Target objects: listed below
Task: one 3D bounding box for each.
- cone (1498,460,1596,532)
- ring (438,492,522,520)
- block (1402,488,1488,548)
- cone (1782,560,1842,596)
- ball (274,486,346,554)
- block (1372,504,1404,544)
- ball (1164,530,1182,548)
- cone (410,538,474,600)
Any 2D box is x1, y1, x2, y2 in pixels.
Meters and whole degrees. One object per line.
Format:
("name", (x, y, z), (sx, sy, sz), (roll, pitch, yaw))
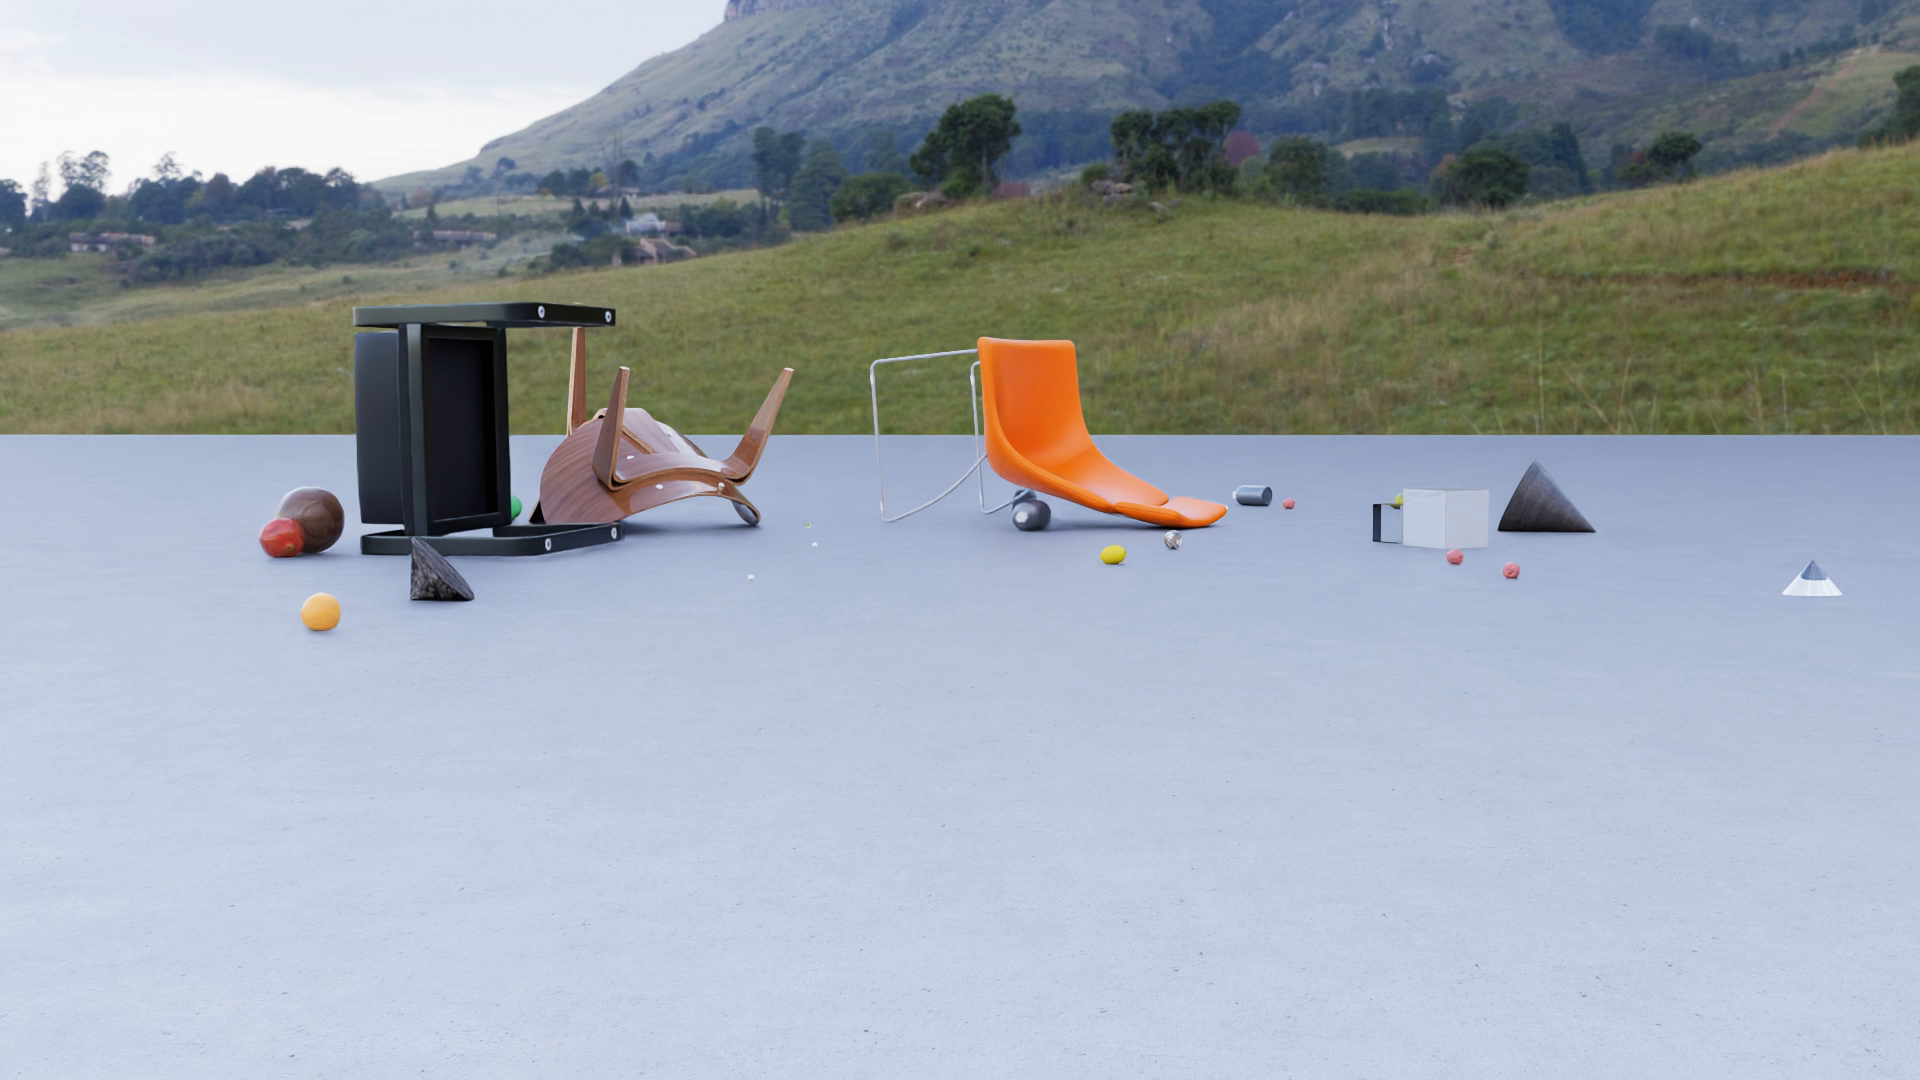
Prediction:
("cone", (1.880, -0.083, 6.927), (0.273, 0.272, 0.204), (28, -22, 18))
("ring", (-1.666, -0.117, 7.628), (0.361, 0.087, 0.231), (4, 7, 40))
("block", (1.388, -0.064, 6.289), (0.157, 0.162, 0.184), (-2, 4, -27))
("cone", (1.871, 0.080, 4.827), (0.139, 0.076, 0.112), (-2, 4, -24))
("ball", (-1.773, -0.055, 6.000), (0.185, 0.185, 0.185), (0, 4, 0))
("block", (1.273, -0.049, 6.443), (0.067, 0.111, 0.110), (-3, 5, -34))
("ball", (0.599, -0.001, 6.188), (0.052, 0.052, 0.052), (0, 4, 0))
("cone", (-1.136, 0.094, 4.682), (0.097, 0.185, 0.178), (-44, 5, 1))
